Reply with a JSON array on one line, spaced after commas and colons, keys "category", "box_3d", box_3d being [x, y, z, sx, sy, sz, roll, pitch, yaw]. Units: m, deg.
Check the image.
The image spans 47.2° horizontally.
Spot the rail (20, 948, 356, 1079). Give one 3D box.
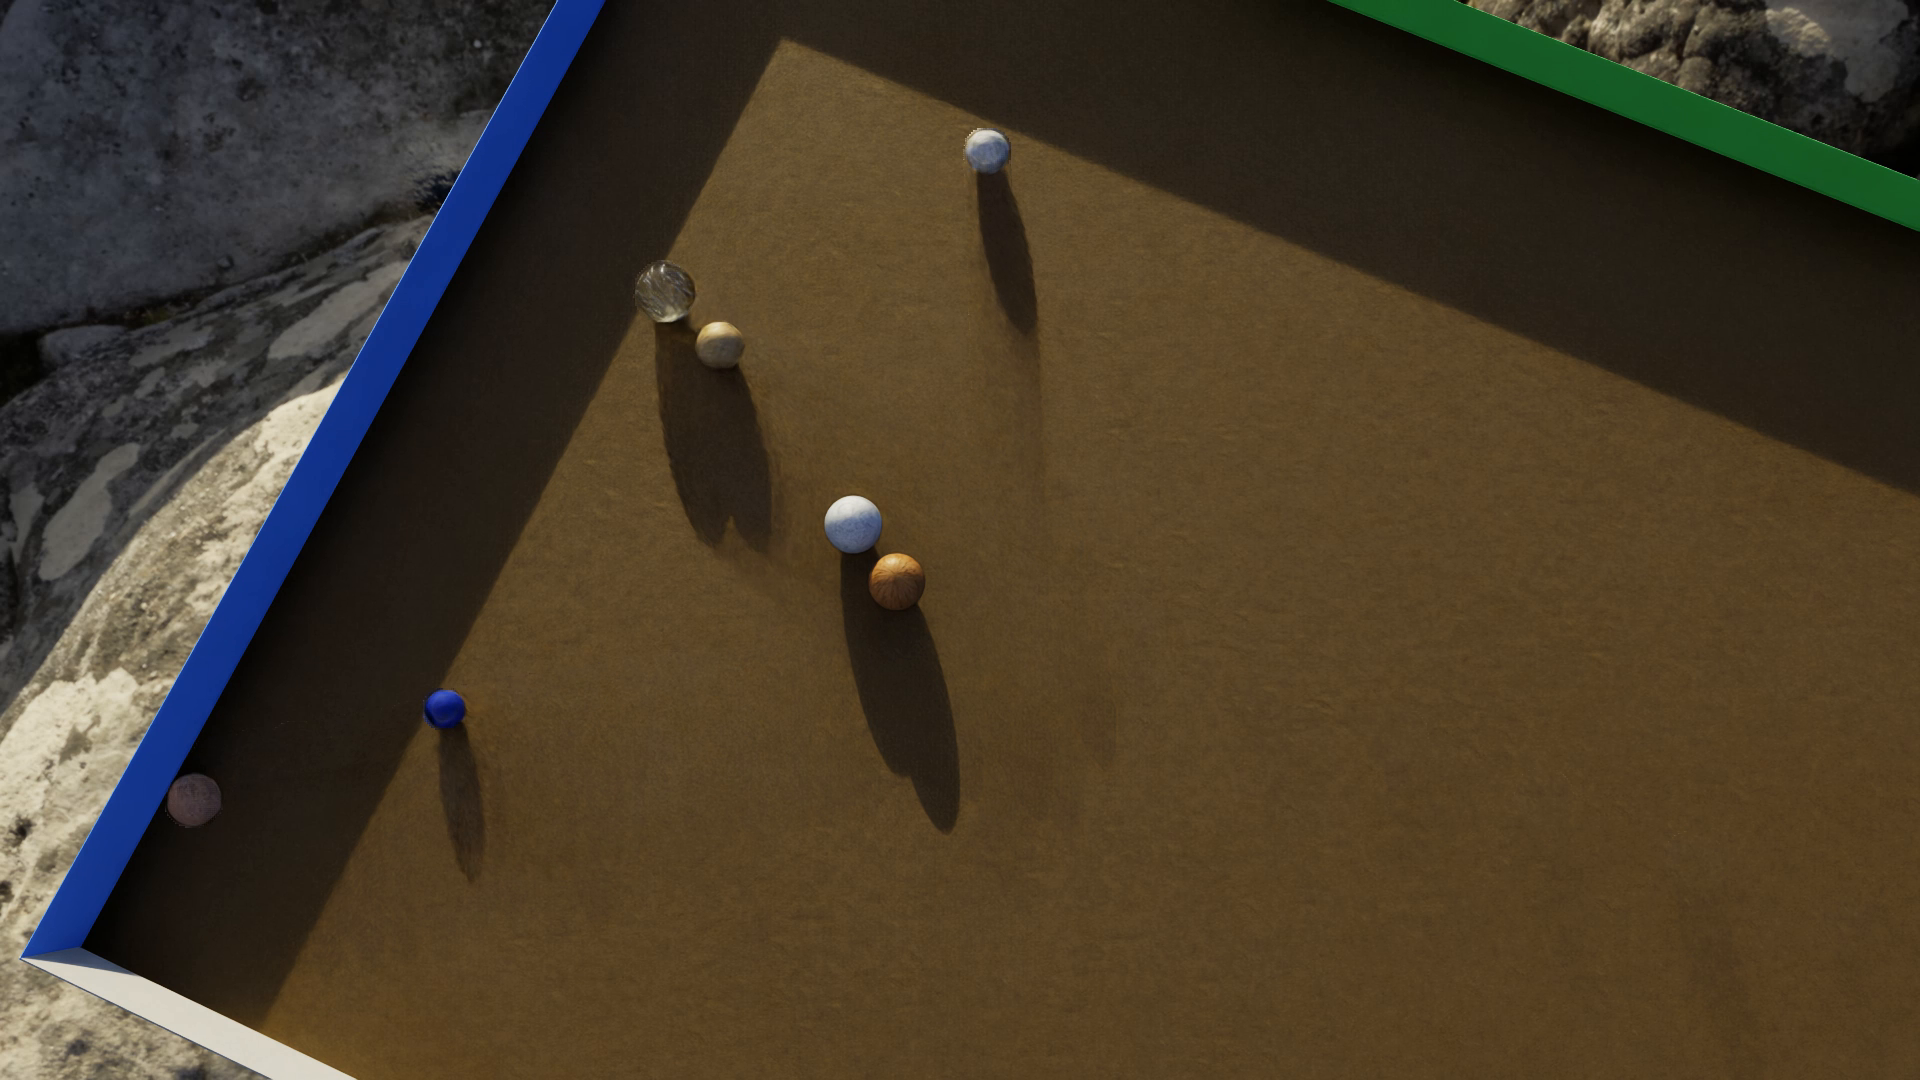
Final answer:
[{"category": "rail", "box_3d": [0.416, 1.334, 2.949, 3.805, 0.123, 0.045, 23, 75, 7]}]

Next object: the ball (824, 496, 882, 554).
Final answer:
[{"category": "ball", "box_3d": [-0.163, -0.024, 3.368, 0.089, 0.089, 0.089, 0, 74, 0]}]

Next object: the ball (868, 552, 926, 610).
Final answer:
[{"category": "ball", "box_3d": [-0.096, 0.064, 3.344, 0.088, 0.088, 0.088, 0, 74, 0]}]

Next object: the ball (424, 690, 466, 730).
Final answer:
[{"category": "ball", "box_3d": [-0.773, 0.254, 3.302, 0.060, 0.060, 0.060, 0, 74, 0]}]

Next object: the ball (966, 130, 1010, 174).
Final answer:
[{"category": "ball", "box_3d": [0.044, -0.628, 3.556, 0.071, 0.071, 0.071, 0, 74, 0]}]

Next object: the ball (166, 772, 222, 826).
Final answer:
[{"category": "ball", "box_3d": [-1.133, 0.384, 3.254, 0.078, 0.078, 0.078, 0, 74, 0]}]

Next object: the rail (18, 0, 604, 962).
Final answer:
[{"category": "rail", "box_3d": [-0.846, -0.370, 3.452, 0.045, 0.123, 2.258, 23, 75, 7]}]

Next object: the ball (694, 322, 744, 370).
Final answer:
[{"category": "ball", "box_3d": [-0.378, -0.305, 3.458, 0.077, 0.077, 0.077, 0, 74, 0]}]

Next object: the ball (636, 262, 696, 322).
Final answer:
[{"category": "ball", "box_3d": [-0.464, -0.391, 3.474, 0.095, 0.095, 0.095, 0, 74, 0]}]

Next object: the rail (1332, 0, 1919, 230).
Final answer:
[{"category": "rail", "box_3d": [1.320, -0.601, 3.520, 3.805, 0.123, 0.045, 23, 75, 7]}]
